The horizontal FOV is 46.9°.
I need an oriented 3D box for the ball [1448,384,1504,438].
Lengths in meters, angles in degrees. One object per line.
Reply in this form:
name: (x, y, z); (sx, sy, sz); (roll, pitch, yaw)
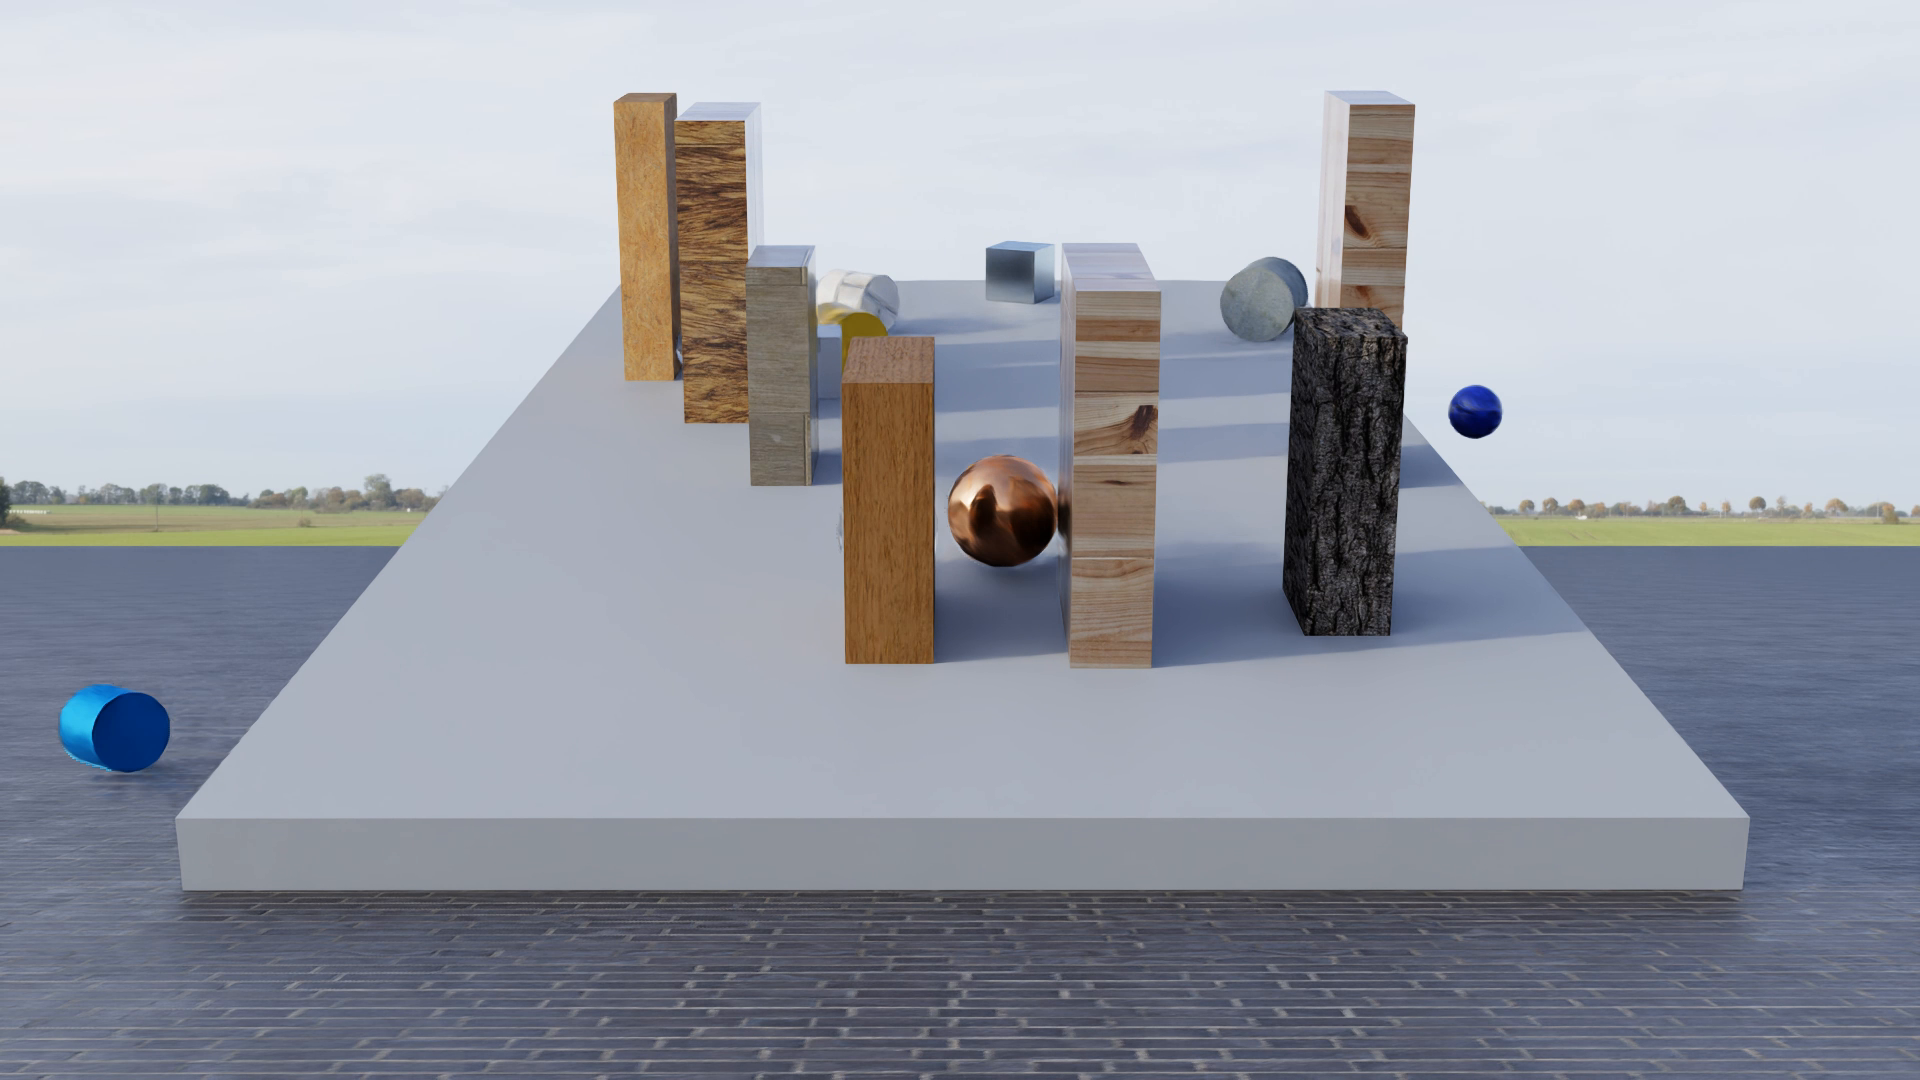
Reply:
ball: (1.375, -0.342, 5.907); (0.144, 0.144, 0.144); (0, 0, 0)

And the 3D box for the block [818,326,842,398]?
block: (-0.347, -0.416, 5.161); (0.142, 0.142, 0.142); (-1, 16, -3)

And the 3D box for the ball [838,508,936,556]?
ball: (-0.124, -0.014, 3.756); (0.169, 0.169, 0.169); (0, 0, 0)

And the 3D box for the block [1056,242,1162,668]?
block: (0.227, -0.145, 3.481); (0.123, 0.576, 0.448); (0, 16, 0)

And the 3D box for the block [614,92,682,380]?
block: (-0.742, -0.730, 5.314); (0.117, 0.656, 0.249); (0, 16, 0)

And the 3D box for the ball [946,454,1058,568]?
ball: (0.074, -0.049, 3.783); (0.192, 0.192, 0.192); (0, 0, 0)

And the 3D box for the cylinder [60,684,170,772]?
cylinder: (-1.653, 0.367, 4.329); (0.155, 0.155, 0.155); (0, 3, -44)

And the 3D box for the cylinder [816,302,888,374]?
cylinder: (-0.281, -0.487, 5.373); (0.158, 0.158, 0.158); (0, 14, -31)

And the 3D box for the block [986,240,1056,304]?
block: (0.172, -0.765, 6.328); (0.151, 0.151, 0.151); (7, 18, 24)

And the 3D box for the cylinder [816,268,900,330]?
cylinder: (-0.272, -0.632, 5.862); (0.158, 0.158, 0.158); (12, 7, 36)

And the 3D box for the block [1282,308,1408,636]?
block: (0.611, -0.113, 3.545); (0.135, 0.479, 0.245); (0, 16, 0)

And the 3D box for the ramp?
ramp: (-0.002, -0.166, 4.743); (2.000, 0.100, 4.000); (0, 16, 0)

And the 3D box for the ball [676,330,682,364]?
ball: (-0.613, -0.463, 5.319); (0.142, 0.142, 0.142); (0, 0, 0)

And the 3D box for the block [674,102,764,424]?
block: (-0.531, -0.631, 4.979); (0.150, 0.658, 0.417); (0, 16, 0)

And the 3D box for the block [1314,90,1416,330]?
block: (0.788, -0.498, 4.380); (0.123, 0.744, 0.296); (0, 16, 0)

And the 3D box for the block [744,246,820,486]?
block: (-0.353, -0.353, 4.431); (0.120, 0.434, 0.266); (0, 16, 0)

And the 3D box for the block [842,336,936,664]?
block: (-0.108, -0.070, 3.471); (0.134, 0.436, 0.346); (0, 16, 0)

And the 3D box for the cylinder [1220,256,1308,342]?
cylinder: (0.799, -0.633, 5.809); (0.192, 0.192, 0.192); (0, 16, 20)
